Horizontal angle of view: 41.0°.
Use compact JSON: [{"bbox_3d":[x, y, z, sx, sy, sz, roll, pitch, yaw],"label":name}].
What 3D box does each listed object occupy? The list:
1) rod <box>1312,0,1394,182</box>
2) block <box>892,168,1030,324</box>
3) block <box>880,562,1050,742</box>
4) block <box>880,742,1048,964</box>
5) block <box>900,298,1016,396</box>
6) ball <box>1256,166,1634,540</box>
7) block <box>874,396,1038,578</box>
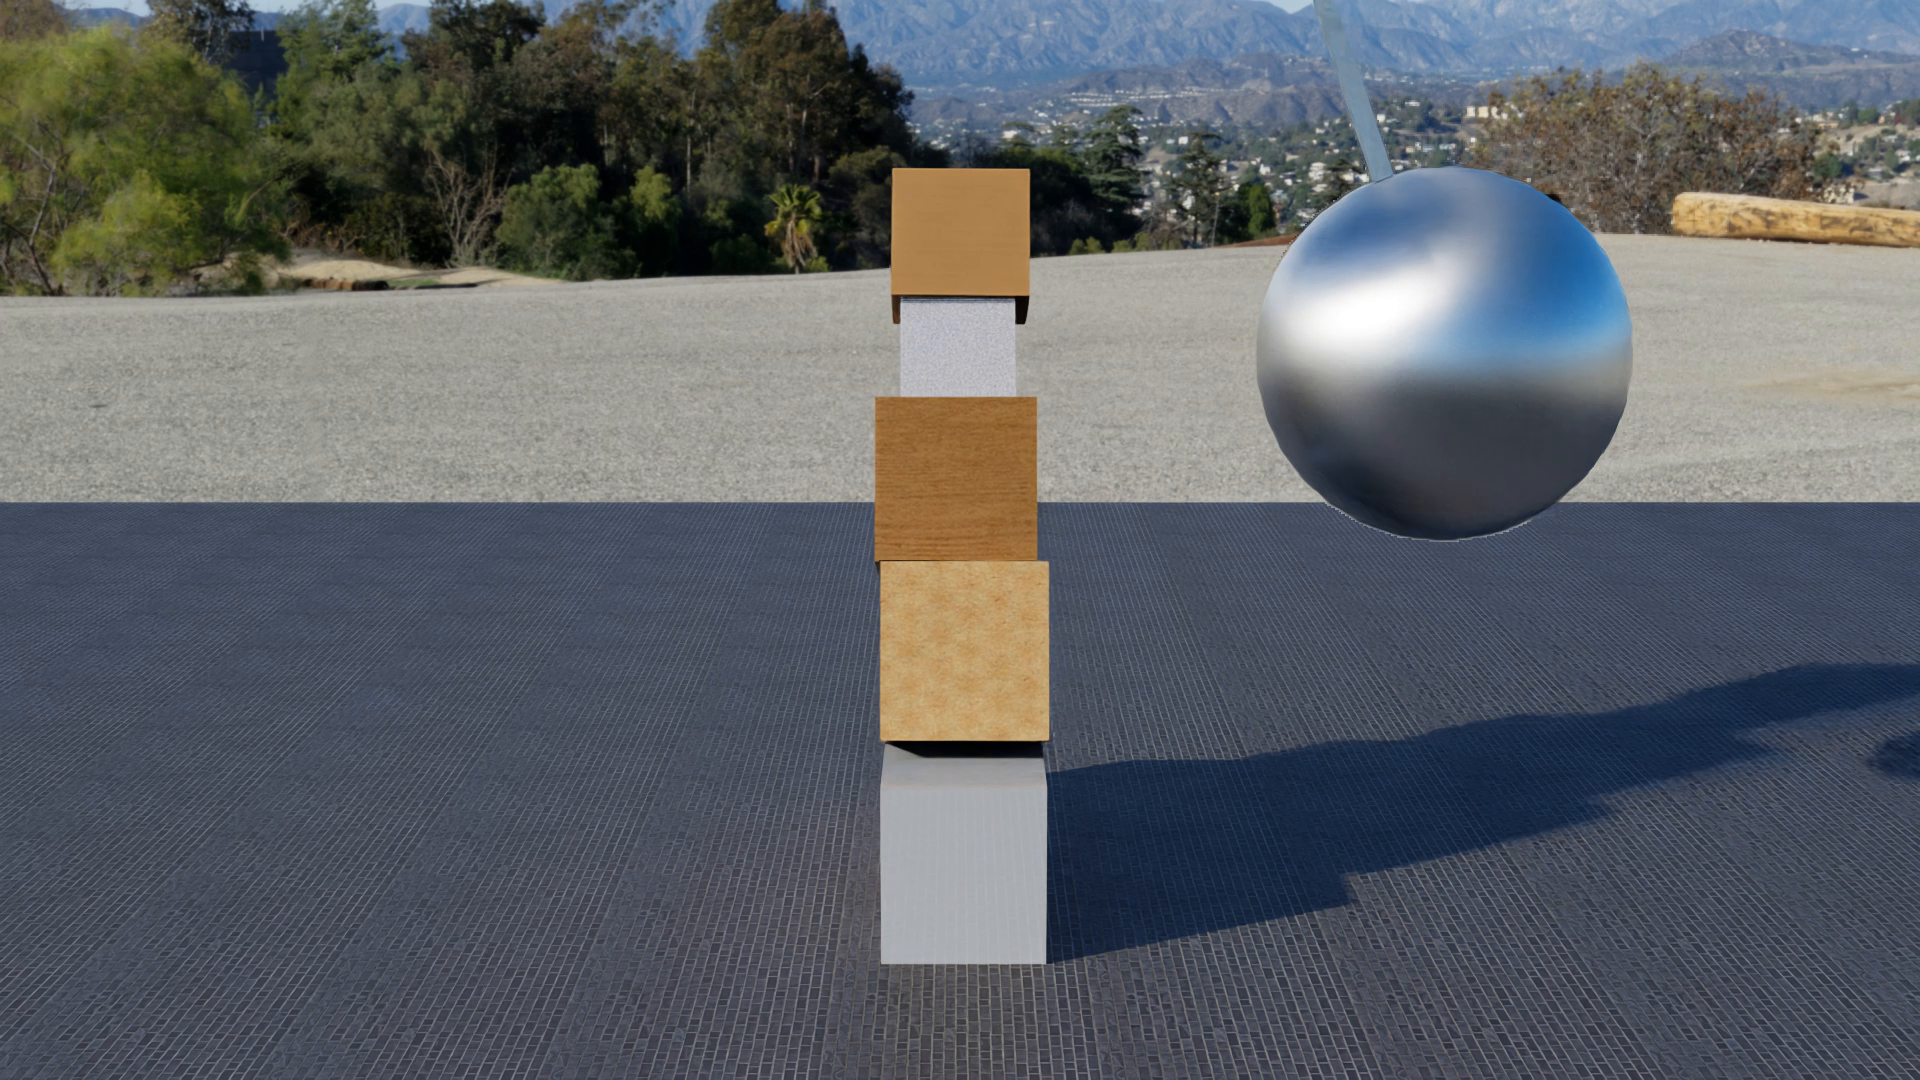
[{"bbox_3d":[0.899,-3.938,10.464,0.080,5.200,0.080,-20,10,4],"label":"rod"},{"bbox_3d":[0.001,-1.323,11.614,0.612,0.579,0.532,0,-9,-1],"label":"block"},{"bbox_3d":[0.019,0.483,10.827,0.691,0.735,0.683,0,-5,0],"label":"block"},{"bbox_3d":[0.015,1.272,10.531,0.658,0.728,0.711,0,10,0],"label":"block"},{"bbox_3d":[-0.009,-0.790,11.514,0.508,0.490,0.465,0,-8,0],"label":"block"},{"bbox_3d":[2.074,-0.799,11.035,1.600,1.600,1.600,0,10,0],"label":"ball"},{"bbox_3d":[-0.017,-0.211,11.193,0.685,0.704,0.698,0,-8,0],"label":"block"}]
